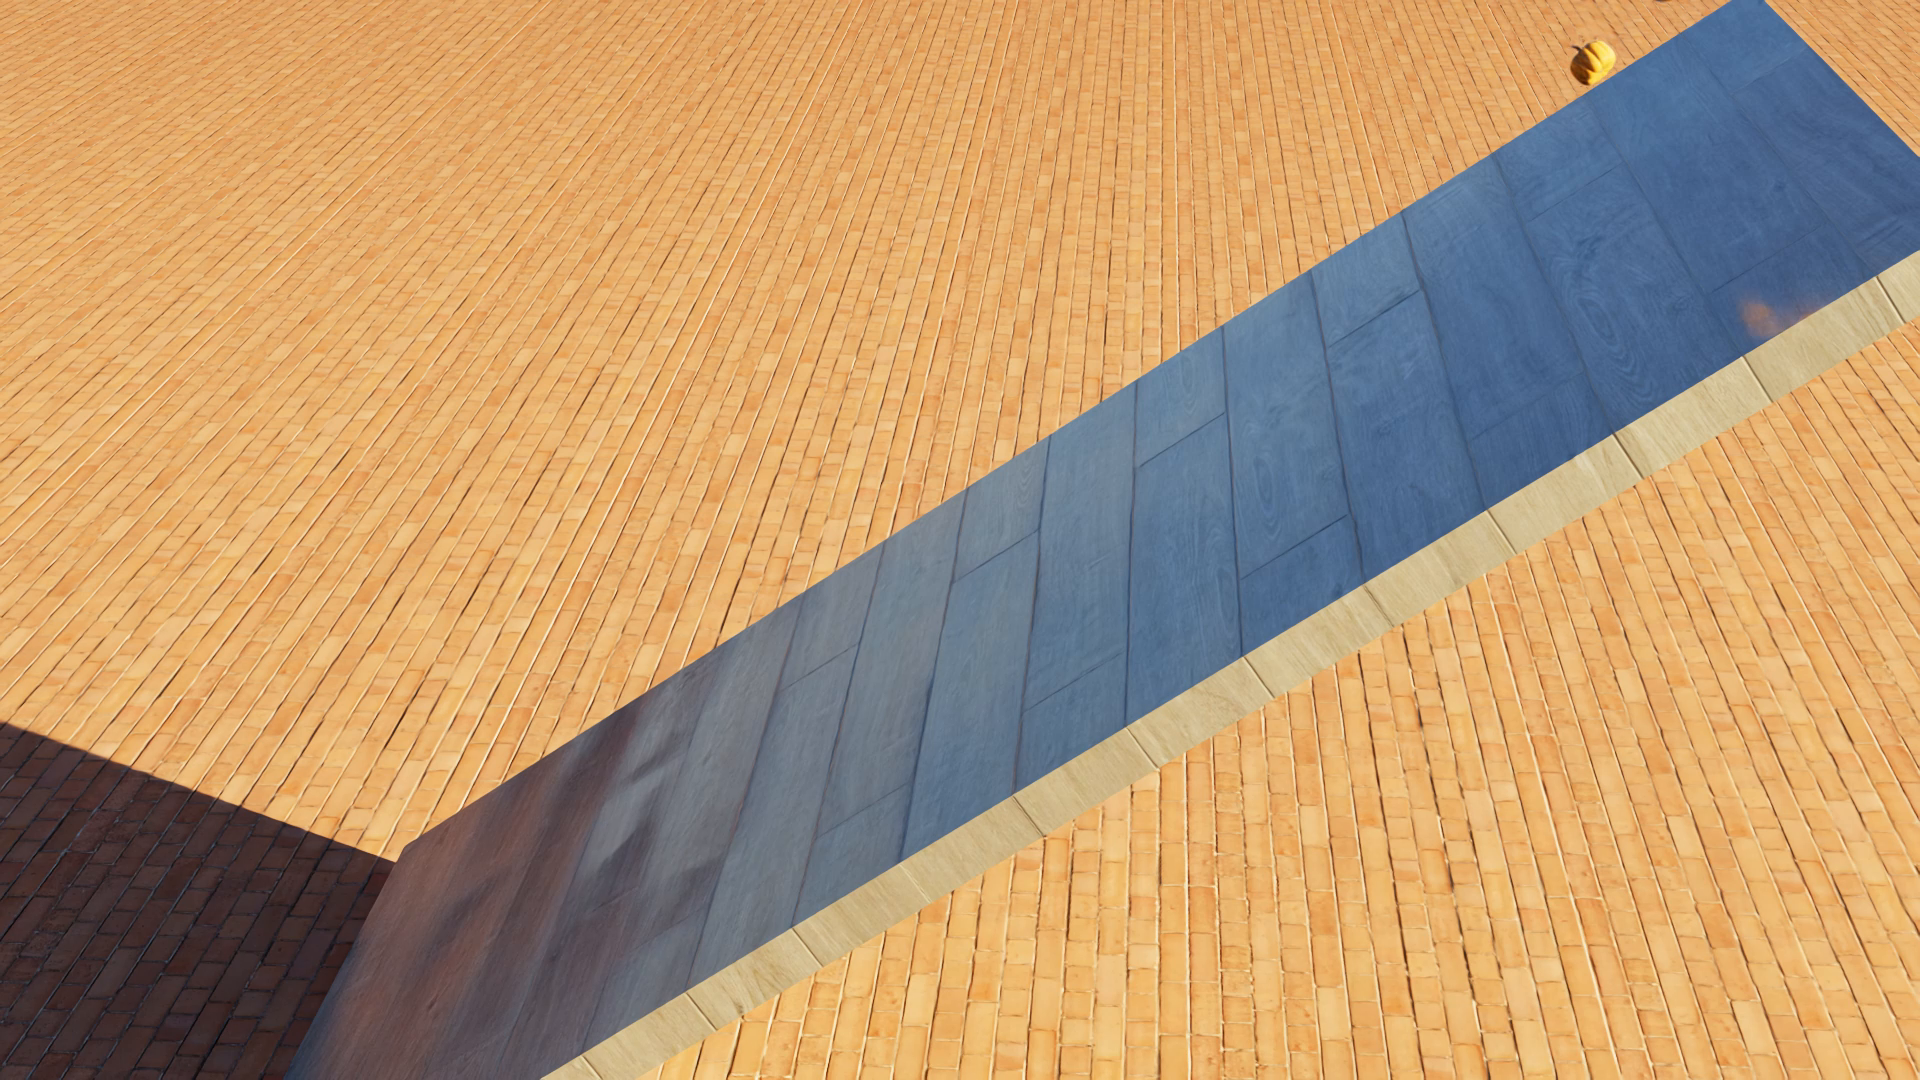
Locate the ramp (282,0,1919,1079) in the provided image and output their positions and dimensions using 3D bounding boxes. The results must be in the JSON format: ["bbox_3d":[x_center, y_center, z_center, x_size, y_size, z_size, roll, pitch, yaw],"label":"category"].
[{"bbox_3d":[0.136,0.174,6.306,4.000,0.100,2.000,-32,16,15],"label":"ramp"}]
